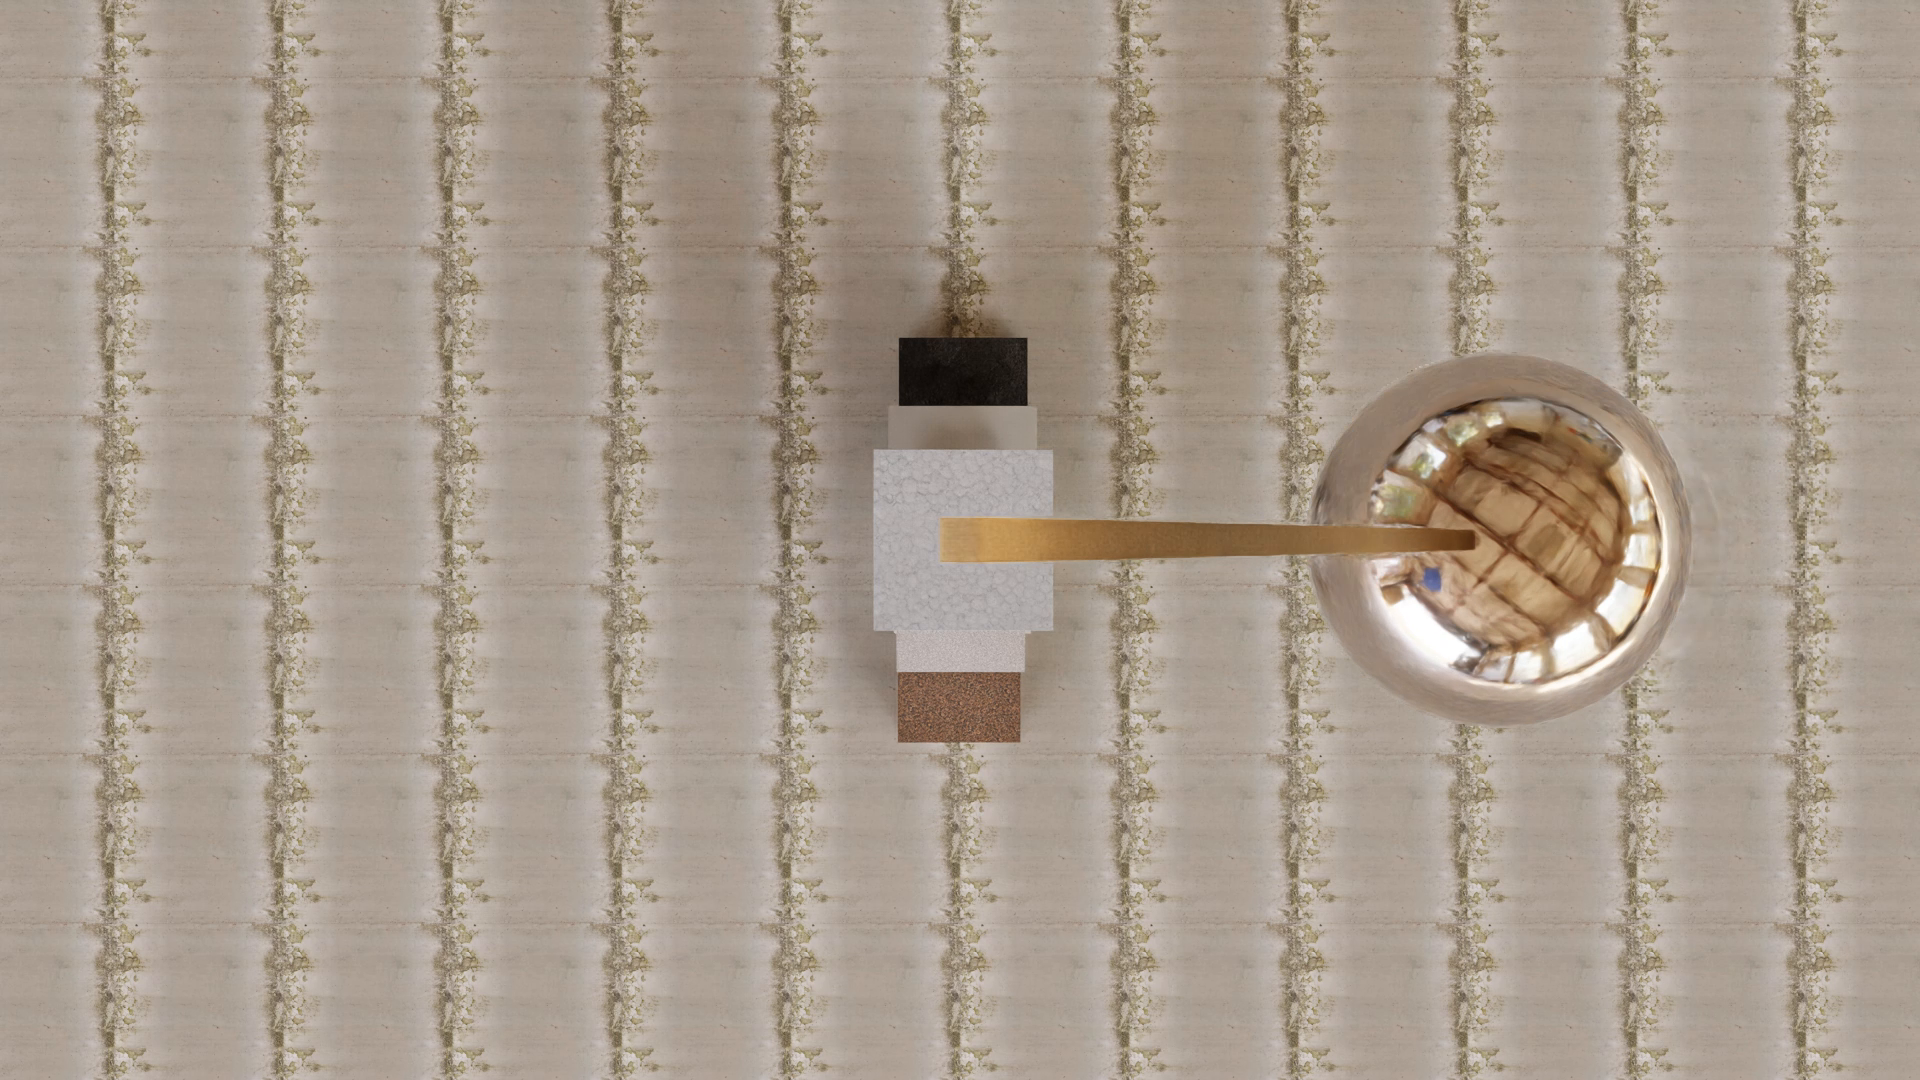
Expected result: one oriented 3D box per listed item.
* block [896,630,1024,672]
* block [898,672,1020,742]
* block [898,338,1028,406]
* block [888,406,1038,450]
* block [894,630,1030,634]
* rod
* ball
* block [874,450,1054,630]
[{"bbox_3d":[0.004,0.365,11.865,0.671,0.662,0.655,0,90,0],"label":"block"},{"bbox_3d":[-0.005,0.831,12.652,0.687,0.697,0.605,0,90,0],"label":"block"},{"bbox_3d":[0.018,-0.746,12.658,0.721,0.685,0.774,0,90,0],"label":"block"},{"bbox_3d":[0.014,-0.332,11.777,0.768,0.838,0.719,0,90,0],"label":"block"},{"bbox_3d":[0.013,0.085,12.598,0.759,0.804,0.867,0,90,0],"label":"block"},{"bbox_3d":[0.994,0.000,6.265,0.080,5.200,0.080,0,90,22],"label":"rod"},{"bbox_3d":[2.295,0.000,9.406,1.600,1.600,1.600,0,90,0],"label":"ball"},{"bbox_3d":[0.012,0.000,8.112,0.634,0.682,0.640,0,90,0],"label":"block"}]
